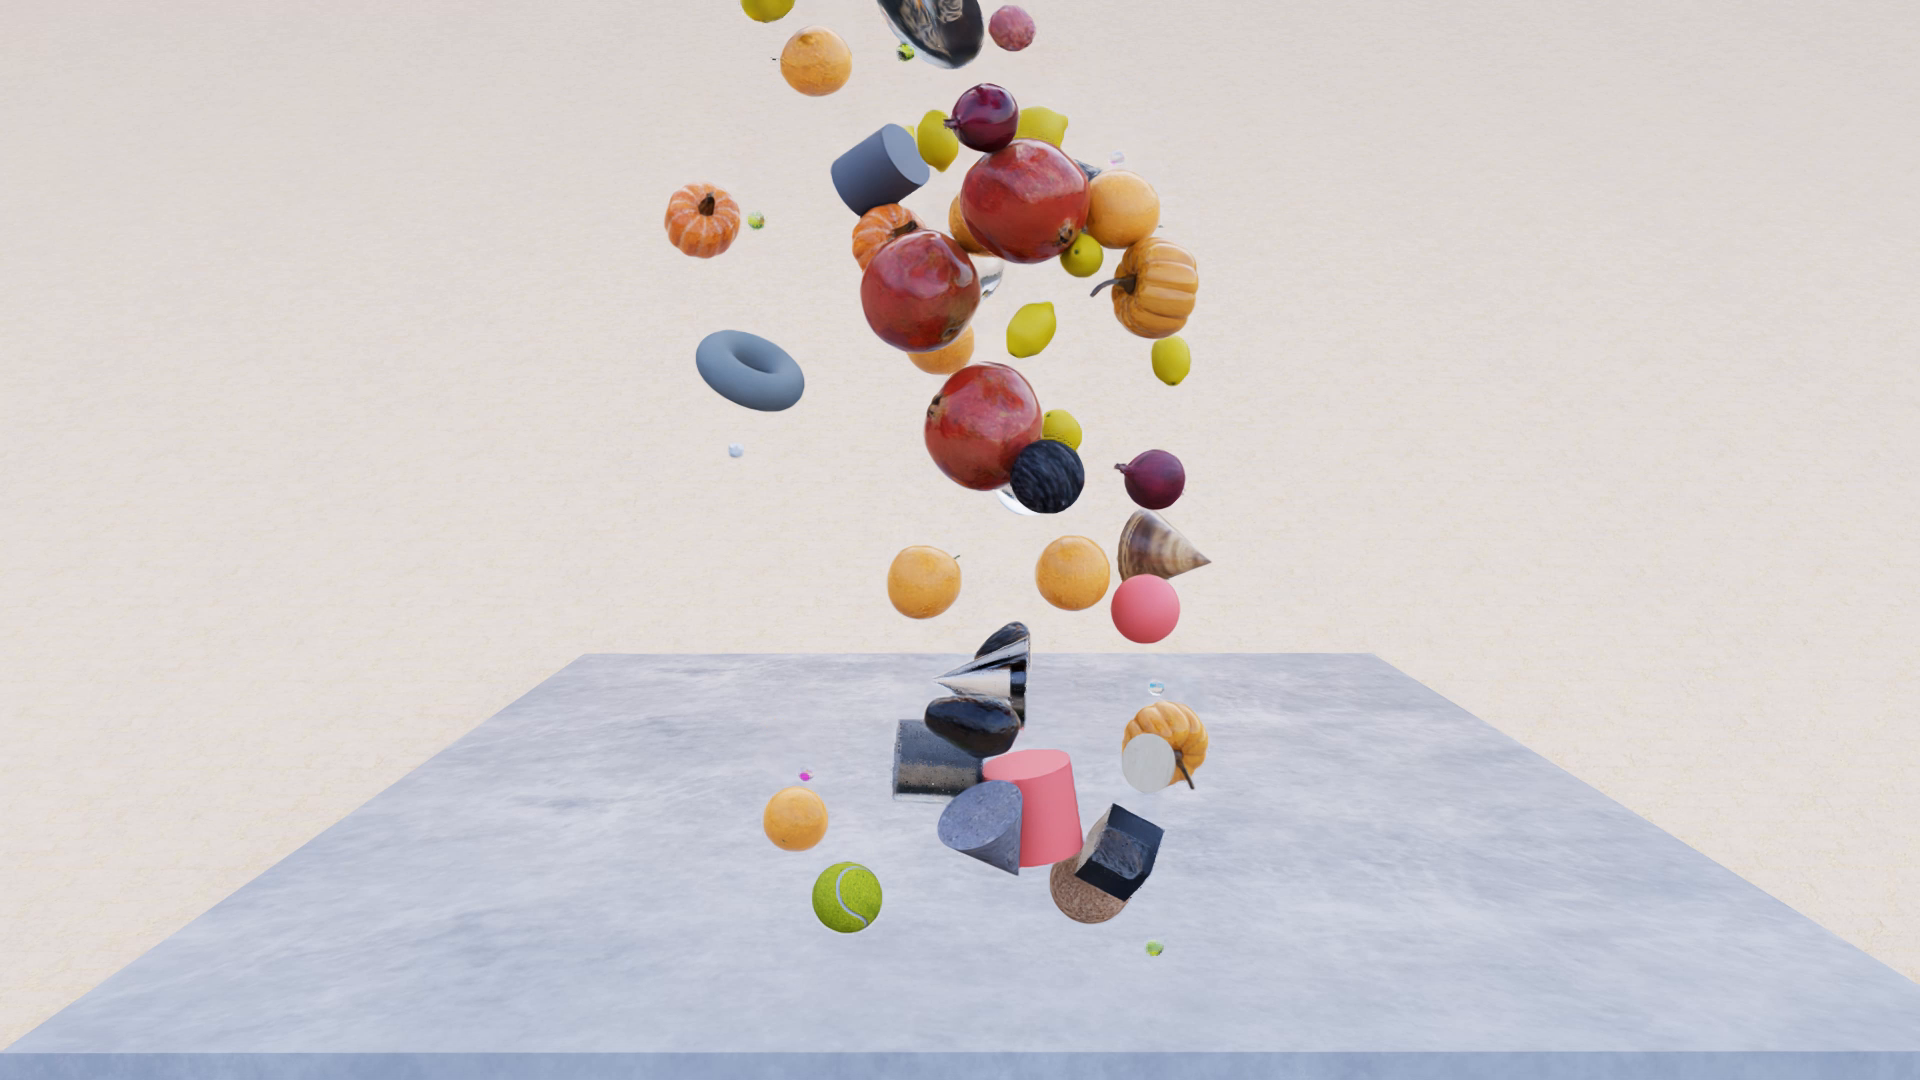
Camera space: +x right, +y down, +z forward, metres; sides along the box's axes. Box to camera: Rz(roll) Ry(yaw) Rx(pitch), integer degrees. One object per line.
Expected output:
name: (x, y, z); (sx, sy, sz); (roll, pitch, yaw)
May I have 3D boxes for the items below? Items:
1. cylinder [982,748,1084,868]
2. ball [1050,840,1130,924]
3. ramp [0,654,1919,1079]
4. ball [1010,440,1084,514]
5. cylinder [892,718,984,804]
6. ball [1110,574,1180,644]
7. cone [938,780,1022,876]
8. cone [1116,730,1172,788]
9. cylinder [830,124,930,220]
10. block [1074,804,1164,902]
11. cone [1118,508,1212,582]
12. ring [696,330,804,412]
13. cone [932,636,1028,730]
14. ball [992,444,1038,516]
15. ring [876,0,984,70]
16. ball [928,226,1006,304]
cylinder: (0.073, 0.271, 2.608); (0.093, 0.093, 0.093); (-9, 13, 2)
ball: (0.138, 0.359, 2.700); (0.088, 0.088, 0.088); (0, 21, 0)
ramp: (0.049, 0.446, 4.532); (2.000, 0.100, 4.000); (0, 3, 0)
ball: (0.079, -0.057, 2.317); (0.068, 0.068, 0.068); (0, 21, 0)
cylinder: (-0.022, 0.225, 2.596); (0.083, 0.083, 0.083); (5, 21, -5)
ball: (0.178, 0.066, 2.469); (0.067, 0.067, 0.067); (0, 21, 0)
cone: (0.039, 0.302, 2.539); (0.092, 0.092, 0.092); (-21, 33, 14)
cone: (0.179, 0.228, 2.614); (0.060, 0.060, 0.060); (-5, -14, -14)
cylinder: (-0.078, -0.361, 2.516); (0.069, 0.069, 0.069); (-30, 6, 30)
block: (0.162, 0.319, 2.620); (0.060, 0.060, 0.060); (28, 48, -5)
cone: (0.216, 0.015, 2.555); (0.085, 0.085, 0.085); (12, 24, 37)
ring: (-0.208, -0.168, 2.550); (0.114, 0.038, 0.114); (21, 27, -12)
cone: (0.018, 0.141, 2.546); (0.095, 0.095, 0.095); (2, 21, 3)
ball: (0.074, -0.064, 2.758); (0.078, 0.078, 0.078); (0, 21, 0)
ring: (-0.029, -0.492, 2.368); (0.044, 0.131, 0.131); (-41, 38, -19)
ball: (0.006, -0.264, 2.472); (0.075, 0.075, 0.075); (0, 21, 0)
